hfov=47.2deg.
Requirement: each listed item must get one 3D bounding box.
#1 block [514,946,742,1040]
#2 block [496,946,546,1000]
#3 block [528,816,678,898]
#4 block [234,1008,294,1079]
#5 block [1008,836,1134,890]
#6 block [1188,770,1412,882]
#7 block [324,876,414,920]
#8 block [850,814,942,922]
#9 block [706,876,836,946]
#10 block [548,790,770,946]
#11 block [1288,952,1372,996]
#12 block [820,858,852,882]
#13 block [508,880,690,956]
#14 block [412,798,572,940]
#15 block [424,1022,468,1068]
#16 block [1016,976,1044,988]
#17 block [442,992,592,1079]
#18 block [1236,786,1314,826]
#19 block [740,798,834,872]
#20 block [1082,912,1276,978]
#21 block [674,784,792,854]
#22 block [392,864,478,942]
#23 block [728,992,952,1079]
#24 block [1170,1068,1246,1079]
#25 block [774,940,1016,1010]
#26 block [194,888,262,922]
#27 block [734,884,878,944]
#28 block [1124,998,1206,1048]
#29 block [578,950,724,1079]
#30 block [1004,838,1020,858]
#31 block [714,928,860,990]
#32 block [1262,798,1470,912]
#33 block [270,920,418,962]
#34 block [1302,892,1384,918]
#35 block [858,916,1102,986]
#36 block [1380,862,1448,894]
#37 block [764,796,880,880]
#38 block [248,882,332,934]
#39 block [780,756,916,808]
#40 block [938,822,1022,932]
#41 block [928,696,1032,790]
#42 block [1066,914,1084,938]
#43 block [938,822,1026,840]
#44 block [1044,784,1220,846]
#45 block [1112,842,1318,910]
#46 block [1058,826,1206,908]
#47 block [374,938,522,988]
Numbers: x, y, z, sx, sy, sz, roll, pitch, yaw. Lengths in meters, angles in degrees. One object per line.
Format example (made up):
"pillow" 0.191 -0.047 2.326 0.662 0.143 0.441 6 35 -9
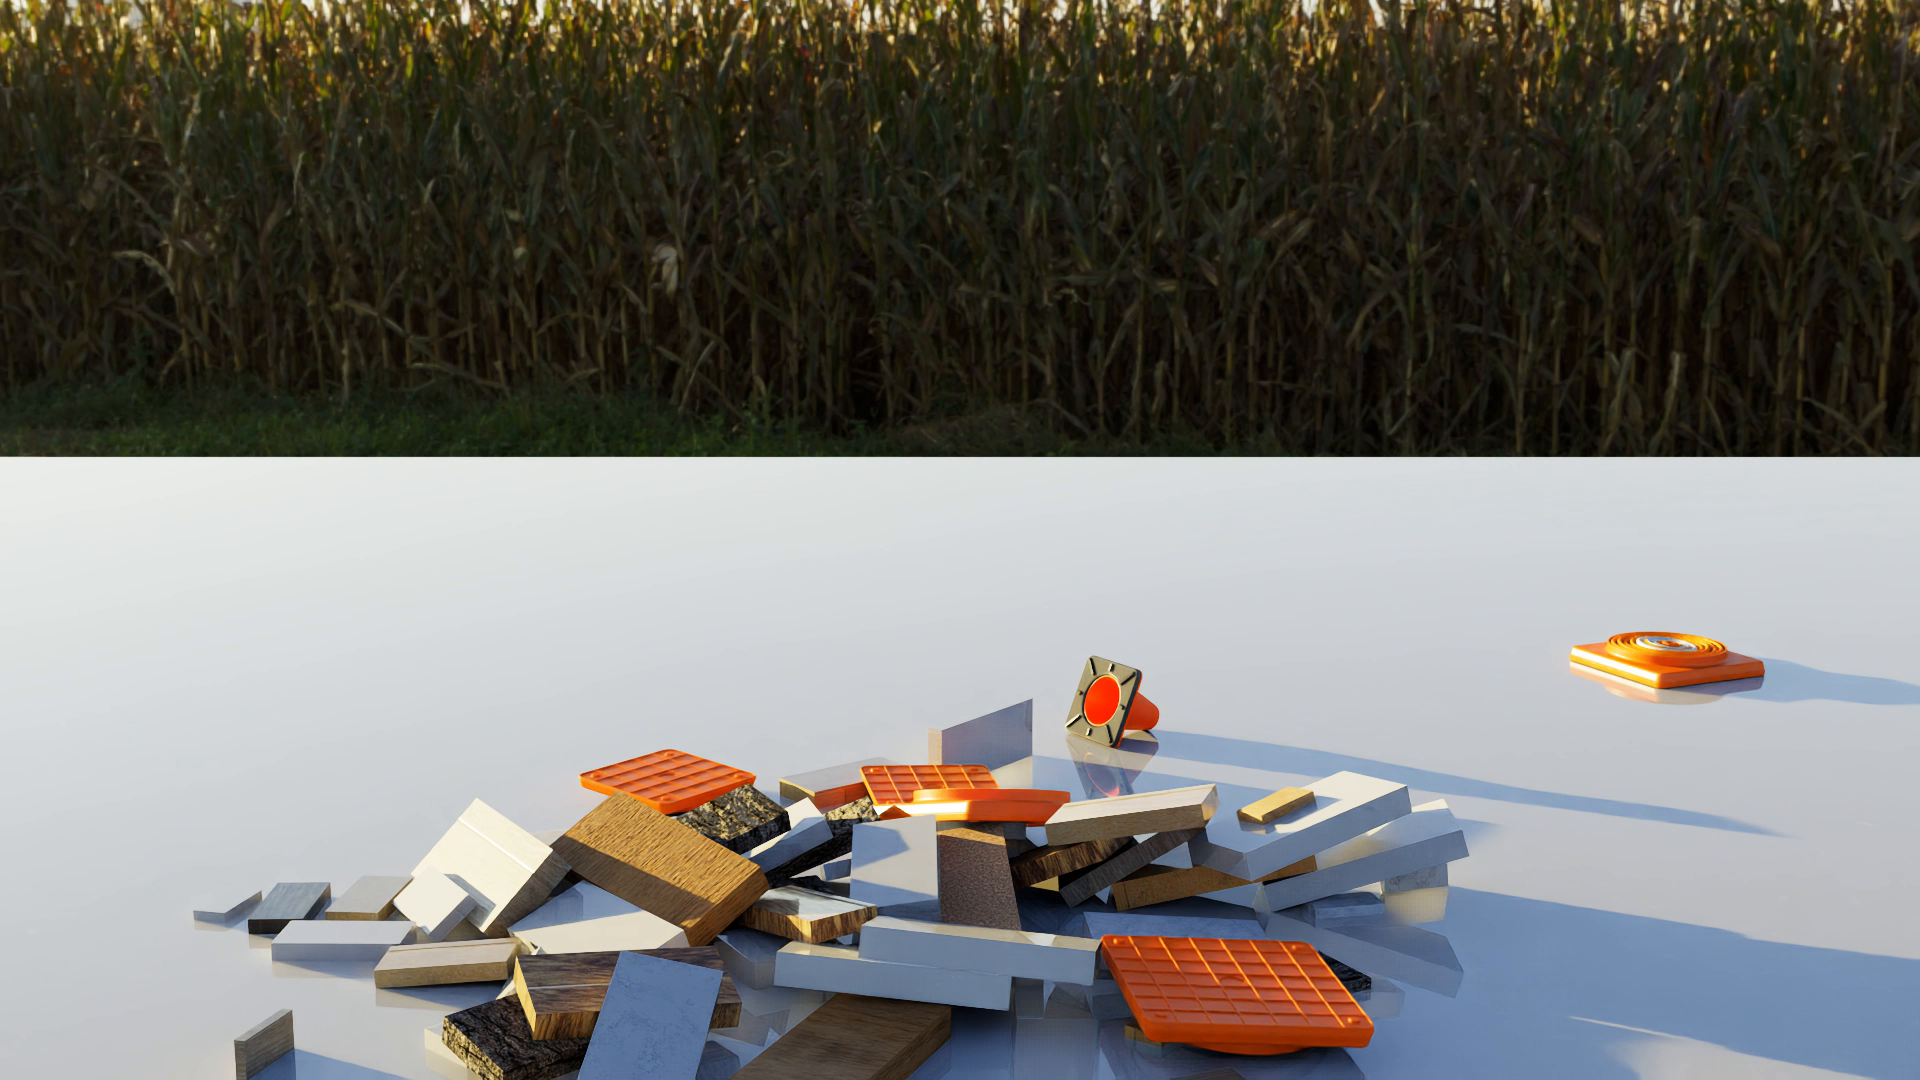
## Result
"block" -0.464 0.629 3.066 0.288 0.041 0.144 2 22 -23
"block" -0.646 0.646 3.233 0.056 0.016 0.141 -40 7 7
"block" -0.602 0.533 3.688 0.326 0.046 0.163 -7 18 3
"block" -0.947 0.687 2.995 0.016 0.056 0.113 3 11 16
"block" 0.146 0.527 3.611 0.257 0.036 0.129 -24 -1 27
"block" 0.554 0.464 3.592 0.331 0.047 0.166 -18 11 -26
"block" -0.965 0.591 3.598 0.086 0.024 0.173 1 11 5
"block" -0.102 0.526 3.494 0.137 0.039 0.275 -8 21 2
"block" -0.377 0.598 3.512 0.355 0.041 0.145 -4 11 -21
"block" -0.483 0.519 3.468 0.163 0.046 0.386 -40 37 -28
"block" 0.554 0.650 3.298 0.061 0.017 0.122 -6 12 -28
"block" -0.133 0.538 3.699 0.201 0.028 0.100 -11 -7 -9
"block" -0.549 0.607 3.335 0.145 0.041 0.291 -31 27 -32
"block" -0.763 0.536 3.565 0.163 0.046 0.326 -51 31 -16
"block" -0.638 0.684 3.087 0.099 0.028 0.198 10 14 42
"block" 0.078 0.641 3.262 0.092 0.046 0.013 -1 29 -4
"block" -0.549 0.670 3.033 0.288 0.041 0.144 -10 29 -44
"block" 0.518 0.436 3.607 0.119 0.017 0.059 -19 12 -32
"block" -0.347 0.521 3.677 0.254 0.036 0.127 -26 17 -11
"block" 0.331 0.617 3.356 0.275 0.039 0.137 4 11 -5
"block" -0.419 0.489 3.607 0.254 0.036 0.127 -24 30 -30
"block" -0.842 0.581 3.518 0.086 0.024 0.173 -46 30 -18
"block" -0.156 0.697 2.963 0.166 0.047 0.336 5 11 23
"block" 0.330 0.723 2.919 0.092 0.013 0.046 -4 11 -23
"block" -0.089 0.625 3.167 0.333 0.047 0.167 5 -4 5
"block" -1.196 0.596 3.593 0.056 0.016 0.113 2 11 13
"block" -0.243 0.570 3.360 0.119 0.034 0.239 -8 5 -37
"block" 0.292 0.684 3.116 0.061 0.017 0.122 8 13 36
"block" -0.410 0.659 2.917 0.144 0.041 0.288 12 25 -2
"block" -0.009 0.540 3.692 0.201 0.028 0.100 -12 -6 -14
"block" -0.215 0.622 3.386 0.291 0.041 0.145 -6 12 -30
"block" 0.661 0.521 3.644 0.331 0.047 0.166 -17 10 5
"block" -0.956 0.623 3.417 0.198 0.028 0.099 0 11 1
"block" 0.626 0.596 3.590 0.119 0.017 0.059 -2 11 -12
"block" 0.032 0.590 3.170 0.333 0.047 0.166 5 -4 7
"block" 0.761 0.555 3.687 0.119 0.059 0.017 -3 0 -18
"block" -0.258 0.517 3.730 0.254 0.036 0.127 -22 14 -7
"block" -1.086 0.596 3.568 0.086 0.024 0.173 0 11 -2
"block" -0.215 0.467 4.239 0.239 0.034 0.119 -8 13 -37
"block" 0.016 0.558 3.491 0.137 0.039 0.332 -9 23 -1
"block" 0.043 0.400 4.363 0.034 0.119 0.305 8 13 36
"block" 0.229 0.616 3.483 0.113 0.016 0.056 4 11 22
"block" 0.002 0.494 3.732 0.201 0.028 0.100 2 -9 -13
"block" 0.277 0.441 3.529 0.257 0.036 0.129 -10 5 18
"block" 0.415 0.533 3.654 0.331 0.047 0.166 -12 10 4
"block" 0.281 0.508 3.632 0.257 0.036 0.129 -31 8 7
"block" -0.769 0.635 3.307 0.198 0.028 0.099 -4 10 1
